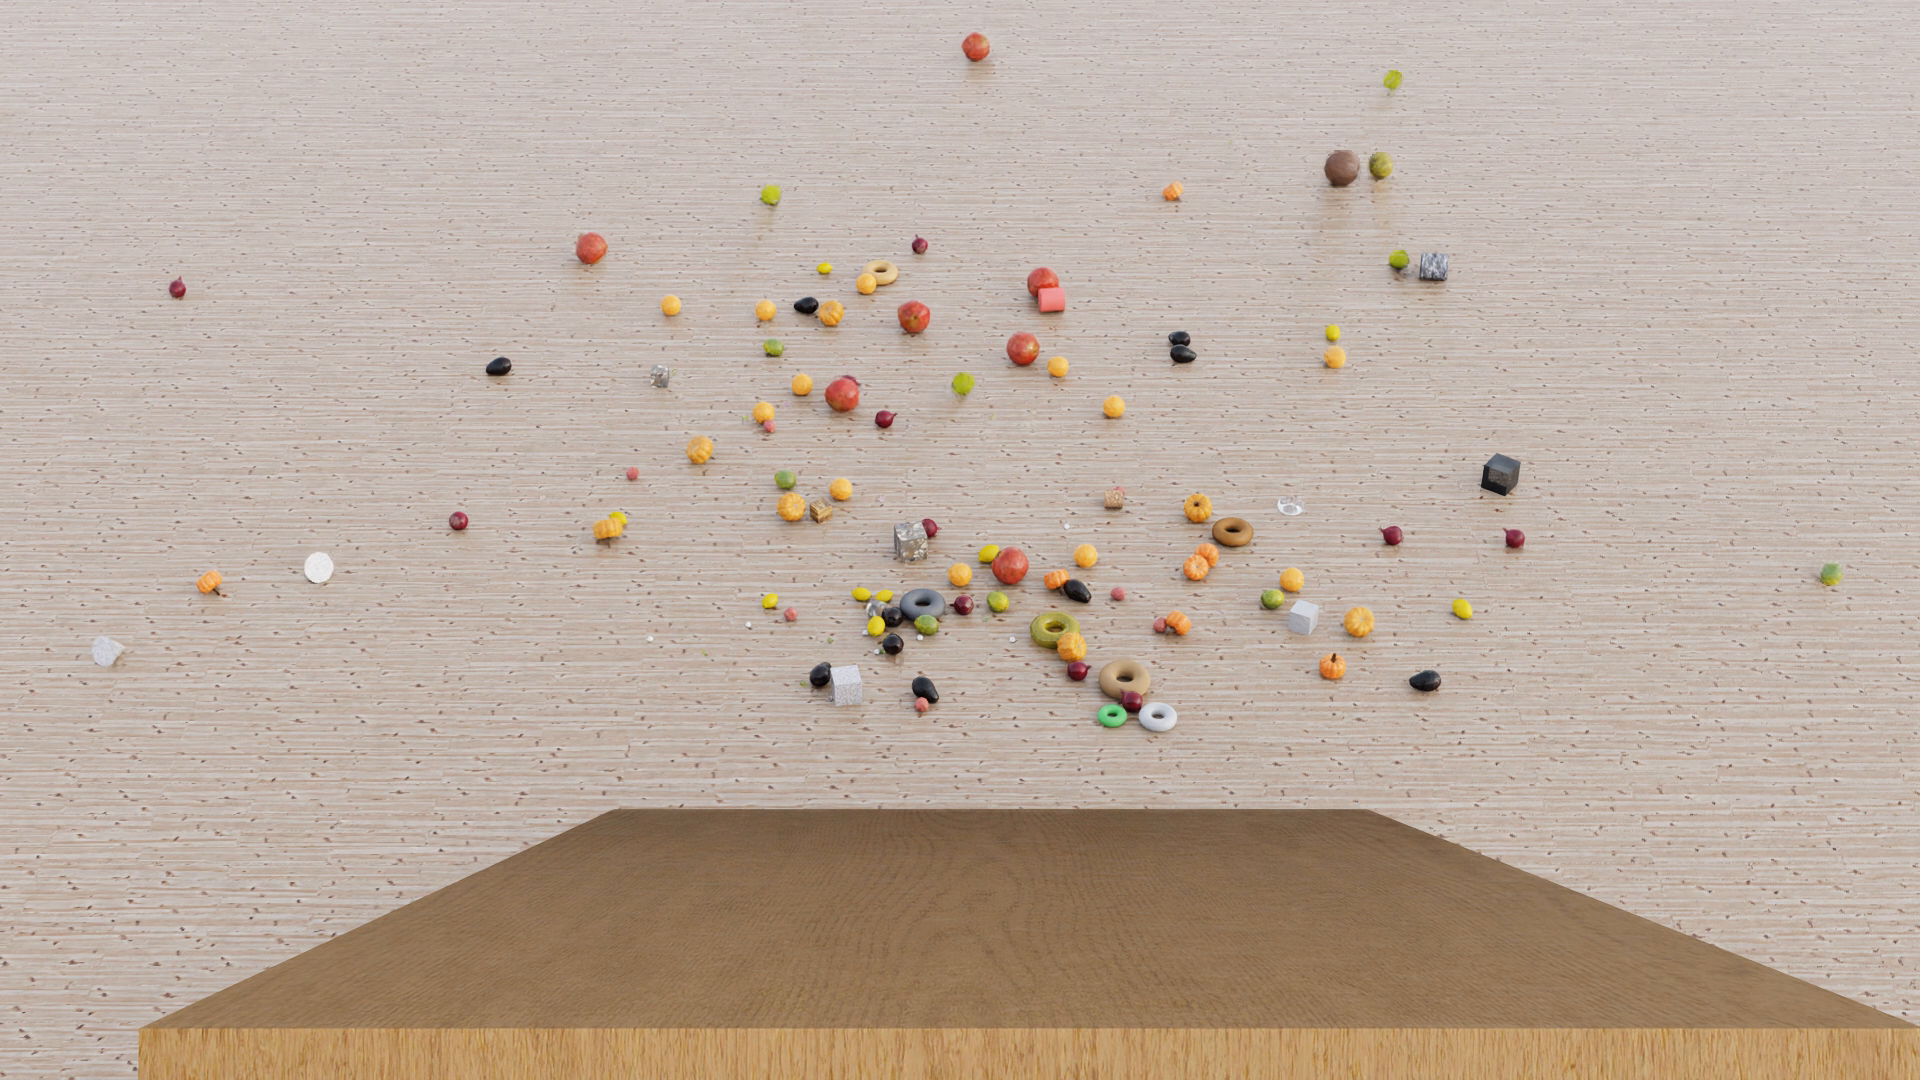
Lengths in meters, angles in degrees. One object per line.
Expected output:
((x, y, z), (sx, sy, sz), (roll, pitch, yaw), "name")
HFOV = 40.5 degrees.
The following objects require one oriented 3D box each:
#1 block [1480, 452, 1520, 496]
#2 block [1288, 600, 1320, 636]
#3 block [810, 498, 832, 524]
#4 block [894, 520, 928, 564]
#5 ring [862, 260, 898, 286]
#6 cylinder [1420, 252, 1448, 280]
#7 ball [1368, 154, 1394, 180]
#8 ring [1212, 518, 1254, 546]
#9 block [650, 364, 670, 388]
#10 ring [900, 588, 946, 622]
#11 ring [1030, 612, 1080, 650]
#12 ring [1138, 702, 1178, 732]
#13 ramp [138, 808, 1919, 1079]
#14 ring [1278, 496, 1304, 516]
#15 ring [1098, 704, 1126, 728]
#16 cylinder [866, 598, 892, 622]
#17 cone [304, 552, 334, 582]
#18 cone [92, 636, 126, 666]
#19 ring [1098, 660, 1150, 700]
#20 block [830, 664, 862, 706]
((1.707, -0.207, 8.207), (0.085, 0.085, 0.085), (24, 43, 28), "block")
((1.009, 0.227, 7.639), (0.066, 0.066, 0.066), (18, 40, 23), "block")
((-0.432, -0.090, 8.080), (0.051, 0.051, 0.051), (-22, 42, -27), "block")
((-0.150, 0.006, 7.922), (0.084, 0.084, 0.084), (-9, 38, -12), "block")
((-0.285, -0.951, 9.245), (0.132, 0.044, 0.132), (1, 37, -1), "ring")
((1.683, -0.972, 9.232), (0.092, 0.092, 0.092), (4, 37, 6), "cylinder")
((1.589, -1.409, 9.819), (0.094, 0.094, 0.094), (0, 37, 0), "ball")
((0.839, -0.025, 7.999), (0.128, 0.043, 0.128), (1, 35, 0), "ring")
((-1.003, -0.547, 8.692), (0.054, 0.054, 0.054), (1, 37, 1), "block")
((-0.111, 0.193, 7.703), (0.137, 0.046, 0.137), (0, 35, 0), "ring")
((0.278, 0.264, 7.605), (0.148, 0.049, 0.148), (0, 38, 0), "ring")
((0.556, 0.497, 7.301), (0.109, 0.036, 0.109), (1, 37, -1), "ring")
((0.080, 0.681, 4.908), (2.000, 0.100, 4.000), (0, -2, 0), "ramp")
((1.033, -0.108, 8.122), (0.083, 0.028, 0.083), (1, 37, -1), "ring")
((0.428, 0.494, 7.312), (0.083, 0.028, 0.083), (-1, 36, 1), "ring")
((-0.240, 0.206, 7.679), (0.053, 0.053, 0.053), (21, 41, 25), "cylinder")
((-1.956, 0.082, 7.856), (0.091, 0.091, 0.091), (-30, 19, -34), "cone")
((-2.450, 0.317, 7.540), (0.088, 0.088, 0.088), (18, 14, 23), "cone")
((0.469, 0.399, 7.423), (0.149, 0.050, 0.149), (1, 38, -1), "ring")
((-0.323, 0.413, 7.380), (0.077, 0.077, 0.077), (-7, 37, -9), "block")
